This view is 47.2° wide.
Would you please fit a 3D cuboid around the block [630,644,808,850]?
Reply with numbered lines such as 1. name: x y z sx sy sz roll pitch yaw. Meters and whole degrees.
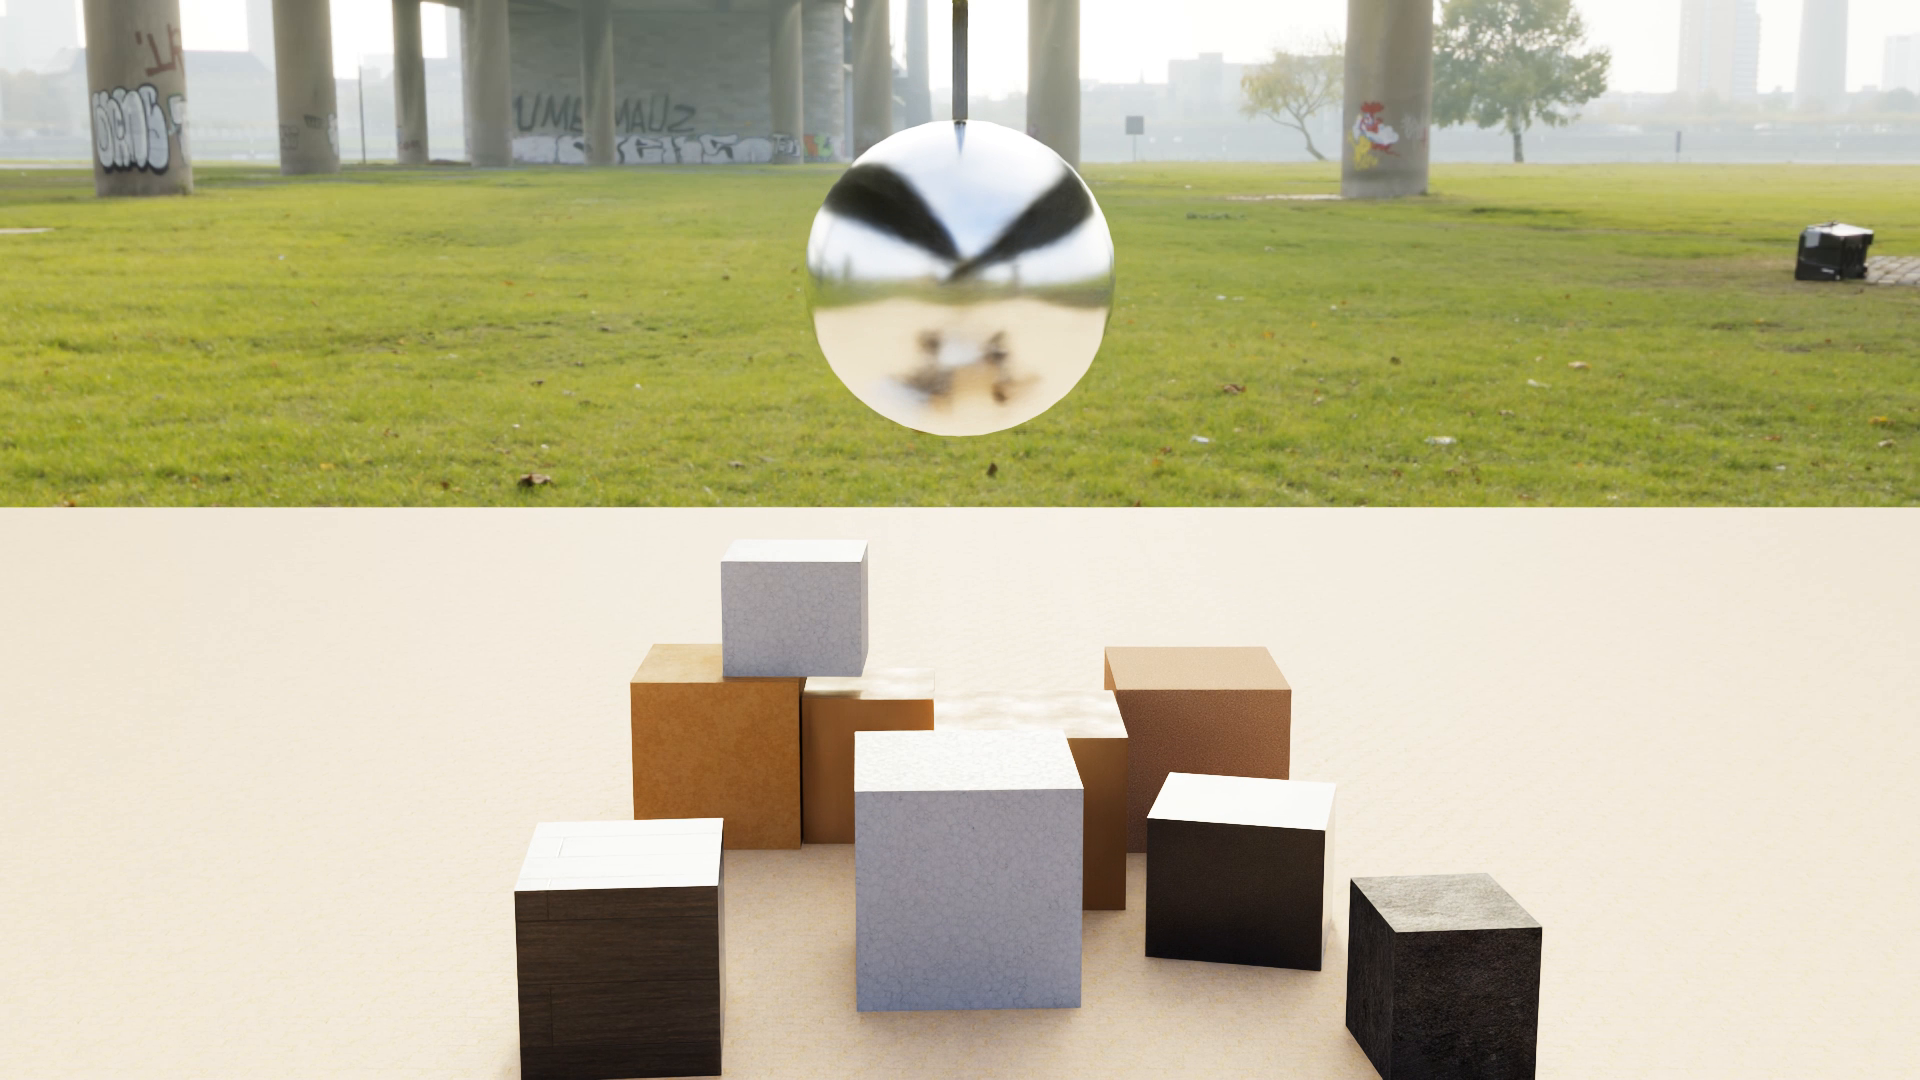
1. block: -1.216 1.052 11.371 0.833 0.862 0.853 0 10 0

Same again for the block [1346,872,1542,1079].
1. block: 1.859 1.695 8.510 0.561 0.621 0.617 -1 10 -6

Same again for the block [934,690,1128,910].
1. block: 0.318 1.228 10.506 0.882 0.824 0.868 0 10 -1

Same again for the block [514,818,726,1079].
1. block: -1.316 1.596 8.671 0.752 0.758 0.829 -1 10 -5

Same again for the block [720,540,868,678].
1. block: -0.833 0.341 11.227 0.695 0.588 0.595 0 10 1

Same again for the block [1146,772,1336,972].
1. block: 1.257 1.460 9.774 0.759 0.631 0.700 2 11 13

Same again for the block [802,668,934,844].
1. block: -0.463 1.106 11.374 0.658 0.754 0.660 0 10 0

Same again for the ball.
1. ball: 0.000 -1.331 11.233 1.600 1.600 1.600 0 10 0

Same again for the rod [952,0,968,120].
1. rod: 0.000 -4.643 10.464 0.080 5.200 0.080 0 13 0

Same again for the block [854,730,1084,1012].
1. block: 0.017 1.382 9.354 0.919 0.935 0.902 0 10 -3

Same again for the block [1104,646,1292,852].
1. block: 1.203 1.066 11.358 0.861 0.840 0.931 0 10 0
